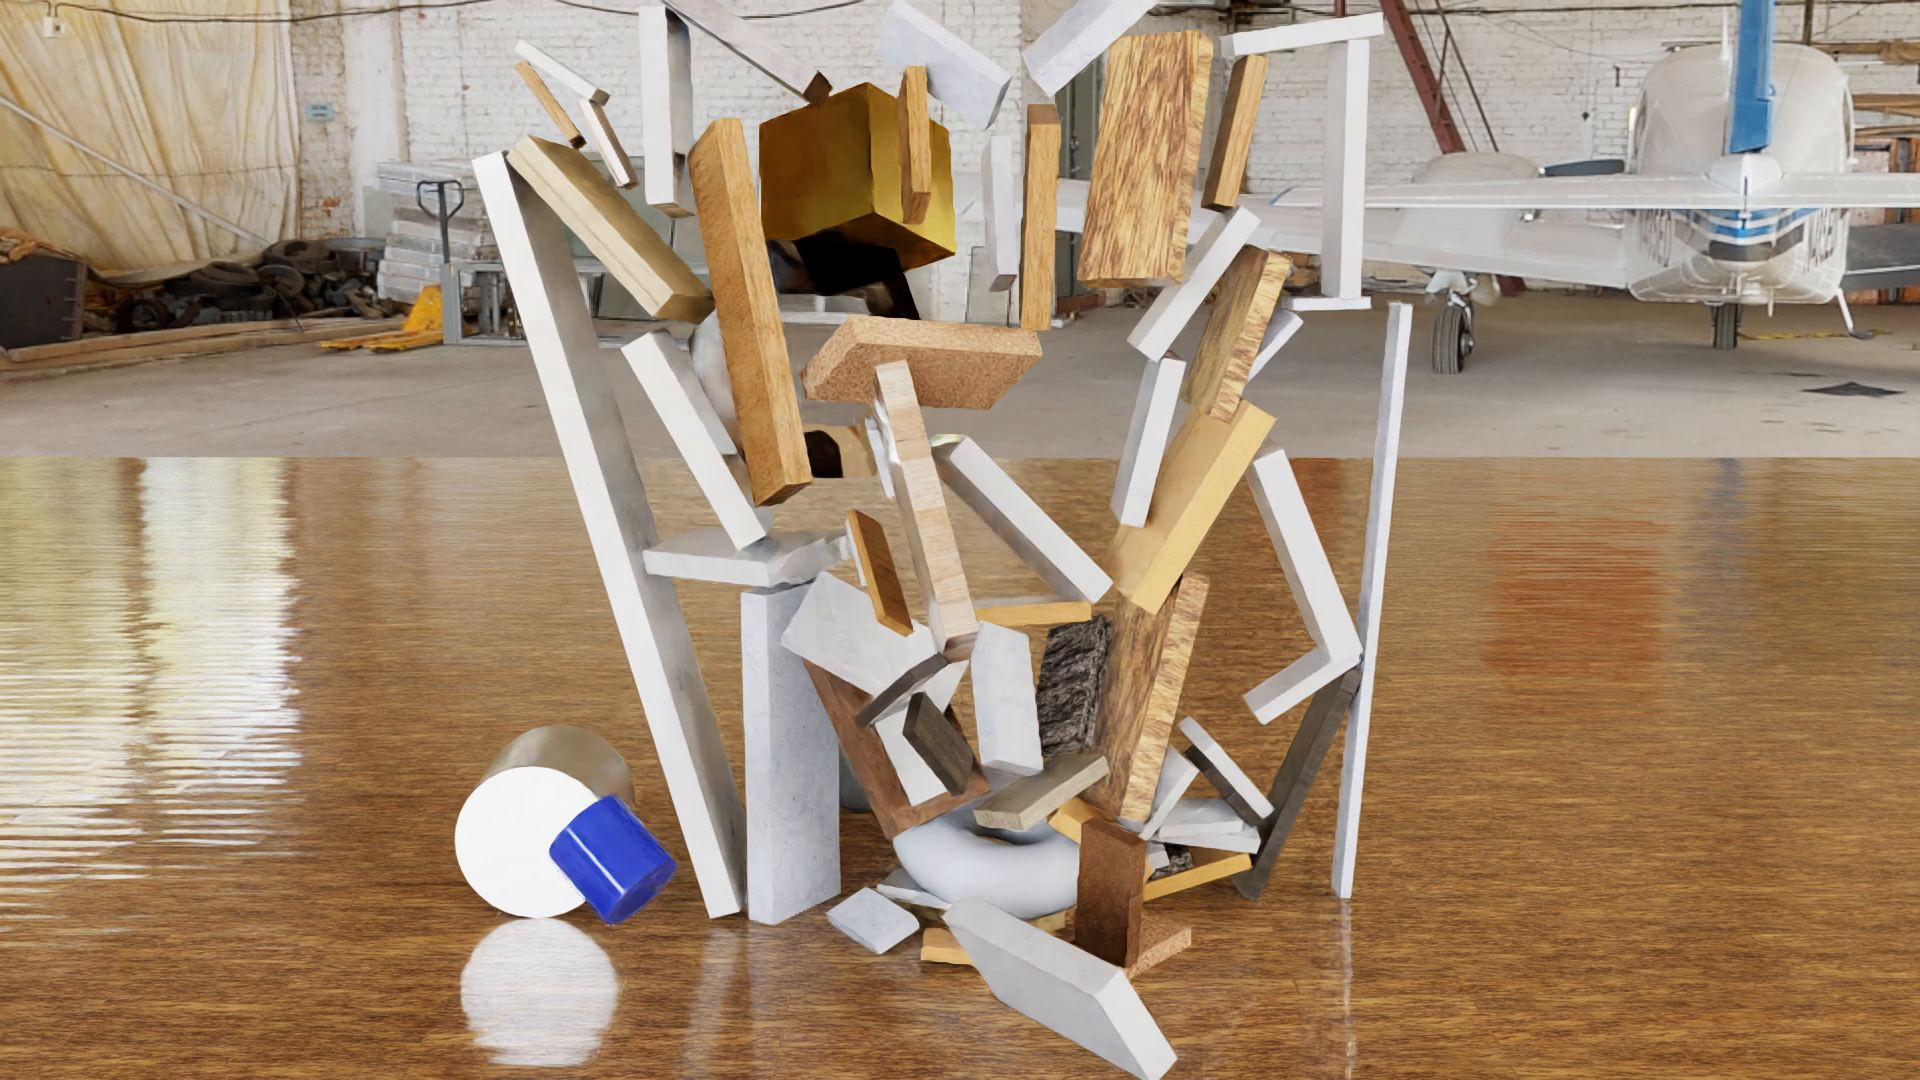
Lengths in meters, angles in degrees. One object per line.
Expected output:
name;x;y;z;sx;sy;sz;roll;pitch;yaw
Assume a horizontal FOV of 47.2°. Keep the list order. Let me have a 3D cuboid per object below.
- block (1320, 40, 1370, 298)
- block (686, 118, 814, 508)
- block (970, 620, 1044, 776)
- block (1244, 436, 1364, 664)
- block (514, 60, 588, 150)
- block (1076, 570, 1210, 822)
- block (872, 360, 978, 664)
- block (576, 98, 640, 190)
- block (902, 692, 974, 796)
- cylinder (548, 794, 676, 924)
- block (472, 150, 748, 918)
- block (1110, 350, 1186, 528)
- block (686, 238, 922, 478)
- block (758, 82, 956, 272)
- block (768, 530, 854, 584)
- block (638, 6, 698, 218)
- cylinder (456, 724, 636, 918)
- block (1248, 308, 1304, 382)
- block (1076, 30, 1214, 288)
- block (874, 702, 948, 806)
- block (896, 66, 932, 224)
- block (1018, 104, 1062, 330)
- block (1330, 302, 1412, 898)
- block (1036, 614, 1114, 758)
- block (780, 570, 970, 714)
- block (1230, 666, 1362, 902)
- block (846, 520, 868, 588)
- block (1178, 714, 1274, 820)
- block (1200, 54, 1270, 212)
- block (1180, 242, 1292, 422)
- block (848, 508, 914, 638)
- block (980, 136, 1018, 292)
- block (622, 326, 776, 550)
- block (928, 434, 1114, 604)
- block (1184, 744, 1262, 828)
block;0.603;-0.581;3.453;0.033;0.395;0.116;-1;10;-6
block;-0.325;-0.346;3.369;0.043;0.573;0.152;-8;-8;-25
block;0.071;0.249;3.458;0.032;0.229;0.114;-23;-28;35
block;0.546;0.010;3.565;0.051;0.360;0.180;-23;13;1
block;-0.642;-0.682;3.452;0.021;0.145;0.072;-36;-1;0
block;0.289;0.242;3.580;0.051;0.404;0.180;15;-1;-25
block;-0.055;-0.039;3.281;0.048;0.428;0.168;-13;-16;-8
block;-0.551;-0.619;3.444;0.021;0.145;0.072;-27;2;8
block;-0.031;0.300;3.235;0.021;0.151;0.076;-15;40;28
cylinder;-0.482;0.442;3.050;0.126;0.126;0.126;46;27;15
block;-0.542;-0.009;3.551;0.050;1.256;0.176;-15;7;11
block;0.298;-0.166;3.504;0.038;0.269;0.135;12;12;-6
block;-0.244;-0.293;3.597;0.273;0.273;0.273;0;-33;-31
block;-0.172;-0.586;3.680;0.230;0.230;0.230;-14;-19;32
block;-0.319;0.025;3.611;0.274;0.039;0.137;1;21;39
block;-0.458;-0.669;3.454;0.043;0.303;0.152;-2;0;7
cylinder;-0.685;0.463;3.658;0.254;0.254;0.254;0;10;0
block;0.483;-0.310;3.484;0.018;0.126;0.063;41;3;-23
block;0.278;-0.570;3.299;0.154;0.384;0.044;3;-11;34
block;-0.068;0.324;3.356;0.076;0.151;0.021;-24;18;-2
block;-0.072;-0.619;3.452;0.031;0.220;0.110;0;-19;-9
block;0.118;-0.484;3.295;0.044;0.308;0.154;2;22;-1
block;0.669;0.106;3.588;0.018;0.982;0.063;3;10;-6
block;0.177;0.237;3.554;0.114;0.229;0.032;-18;-43;41
block;-0.129;0.169;3.434;0.274;0.039;0.137;29;51;-1
block;0.555;0.394;3.646;0.027;0.418;0.095;22;7;-9
block;-0.139;0.022;3.424;0.058;0.117;0.017;14;-40;-43
block;0.437;0.374;3.615;0.027;0.191;0.095;-42;31;0
block;0.427;-0.631;3.423;0.033;0.231;0.116;12;4;-5
block;0.433;-0.330;3.475;0.038;0.269;0.135;16;11;-19
block;-0.122;0.048;3.332;0.059;0.017;0.257;30;25;-33
block;0.061;-0.509;3.434;0.031;0.220;0.110;-2;-7;-8
block;-0.403;-0.162;3.422;0.050;0.353;0.176;-29;8;5
block;0.087;-0.035;3.498;0.048;0.336;0.168;-48;16;-9
block;0.430;0.402;3.604;0.022;0.152;0.076;-42;30;0
